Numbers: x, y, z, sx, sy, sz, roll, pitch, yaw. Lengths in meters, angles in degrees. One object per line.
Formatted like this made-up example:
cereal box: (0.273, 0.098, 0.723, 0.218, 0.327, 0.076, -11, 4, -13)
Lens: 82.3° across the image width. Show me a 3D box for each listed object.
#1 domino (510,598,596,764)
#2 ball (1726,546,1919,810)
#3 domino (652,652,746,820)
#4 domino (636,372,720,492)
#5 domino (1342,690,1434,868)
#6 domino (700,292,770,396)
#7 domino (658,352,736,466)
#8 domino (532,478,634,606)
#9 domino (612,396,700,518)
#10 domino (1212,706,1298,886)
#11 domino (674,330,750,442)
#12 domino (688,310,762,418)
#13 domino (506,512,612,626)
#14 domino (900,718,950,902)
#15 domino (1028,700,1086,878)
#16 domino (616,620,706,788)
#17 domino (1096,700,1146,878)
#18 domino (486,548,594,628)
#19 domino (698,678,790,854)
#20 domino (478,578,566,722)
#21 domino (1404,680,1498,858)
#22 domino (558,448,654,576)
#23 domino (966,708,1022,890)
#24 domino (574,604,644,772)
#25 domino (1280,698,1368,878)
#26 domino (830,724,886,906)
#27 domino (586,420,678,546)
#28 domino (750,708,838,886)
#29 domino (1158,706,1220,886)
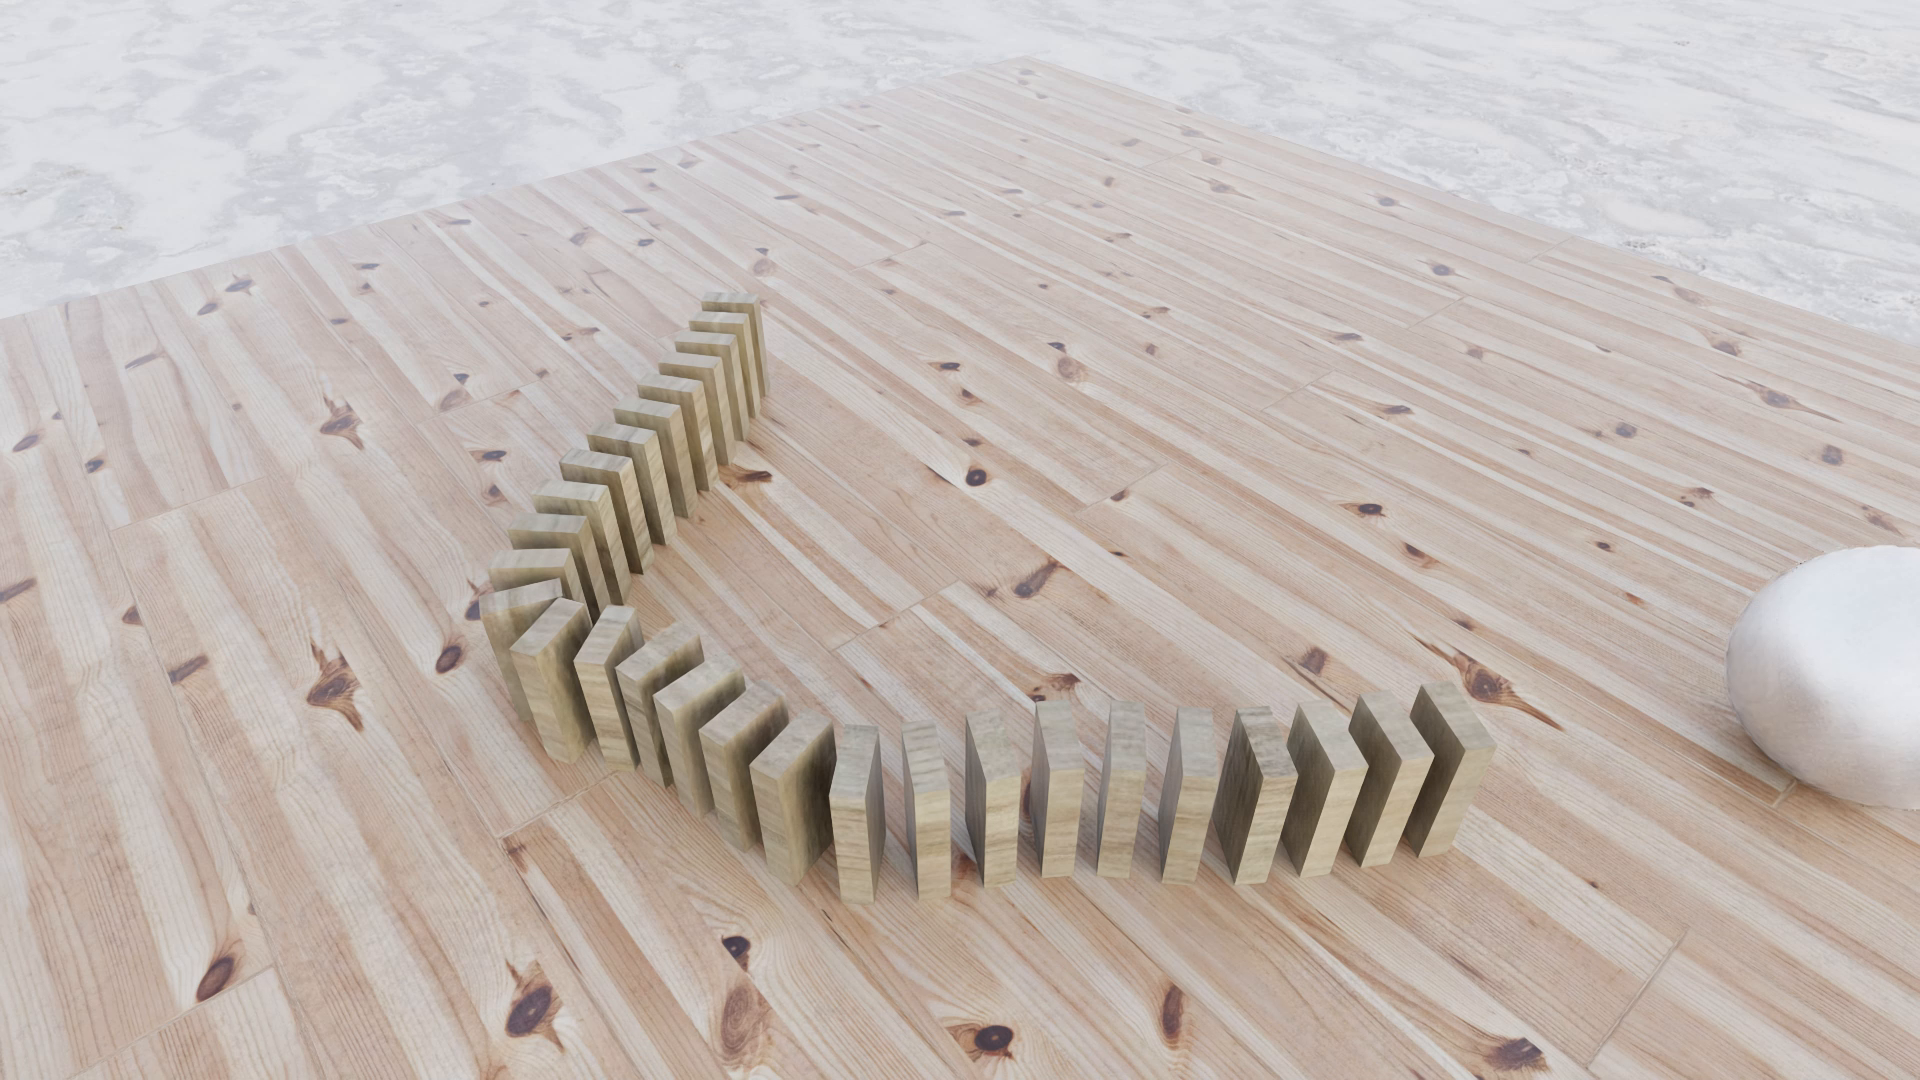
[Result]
domino: (-0.127, 0.046, 0.355, 0.010, 0.050, 0.025, 13, 41, 15)
ball: (0.283, 0.042, 0.337, 0.080, 0.080, 0.080, 0, 39, 0)
domino: (-0.077, 0.060, 0.338, 0.009, 0.050, 0.025, 30, 48, 32)
domino: (-0.119, -0.045, 0.467, 0.025, 0.050, 0.010, 10, 40, 12)
domino: (0.123, 0.071, 0.325, 0.009, 0.050, 0.025, -7, 40, -9)
domino: (-0.107, -0.093, 0.525, 0.025, 0.050, 0.009, 4, 39, 4)
domino: (-0.114, -0.057, 0.481, 0.025, 0.050, 0.010, 8, 40, 9)
domino: (-0.140, 0.001, 0.410, 0.025, 0.050, 0.009, 6, 40, 8)
domino: (-0.125, -0.034, 0.453, 0.025, 0.050, 0.009, 11, 41, 13)
domino: (0.085, 0.075, 0.320, 0.009, 0.050, 0.025, -4, 39, -4)
domino: (-0.111, -0.069, 0.496, 0.025, 0.050, 0.010, 5, 40, 7)
domino: (-0.109, -0.081, 0.510, 0.025, 0.050, 0.009, 4, 40, 5)
domino: (-0.142, 0.013, 0.395, 0.025, 0.050, 0.009, 3, 39, 4)
domino: (-0.010, 0.078, 0.316, 0.009, 0.050, 0.025, -7, 40, -8)
domino: (0.028, 0.073, 0.322, 0.009, 0.050, 0.025, -4, 39, -5)
domino: (-0.091, 0.053, 0.347, 0.009, 0.050, 0.025, 25, 45, 27)
domino: (0.047, 0.073, 0.322, 0.009, 0.050, 0.025, 4, 39, 5)
domino: (-0.143, 0.025, 0.380, 0.025, 0.050, 0.009, -1, 39, -2)
domino: (-0.062, 0.068, 0.328, 0.009, 0.050, 0.025, 25, 46, 27)
domino: (-0.140, 0.037, 0.366, 0.025, 0.050, 0.009, -14, 41, -16)
domino: (0.141, 0.069, 0.328, 0.010, 0.050, 0.025, -6, 40, -8)
domino: (-0.136, -0.010, 0.424, 0.025, 0.050, 0.010, 10, 40, 12)
domino: (0.009, 0.075, 0.319, 0.009, 0.050, 0.025, -8, 40, -10)
domino: (-0.109, 0.048, 0.353, 0.009, 0.050, 0.025, 6, 40, 7)
domino: (0.104, 0.073, 0.322, 0.010, 0.050, 0.025, -6, 40, -7)
domino: (-0.029, 0.079, 0.315, 0.009, 0.050, 0.025, 3, 39, 4)
domino: (-0.130, -0.022, 0.438, 0.025, 0.050, 0.010, 11, 41, 13)
domino: (-0.047, 0.075, 0.320, 0.009, 0.050, 0.025, 21, 44, 24)
domino: (0.066, 0.075, 0.320, 0.009, 0.050, 0.025, 3, 39, 4)
